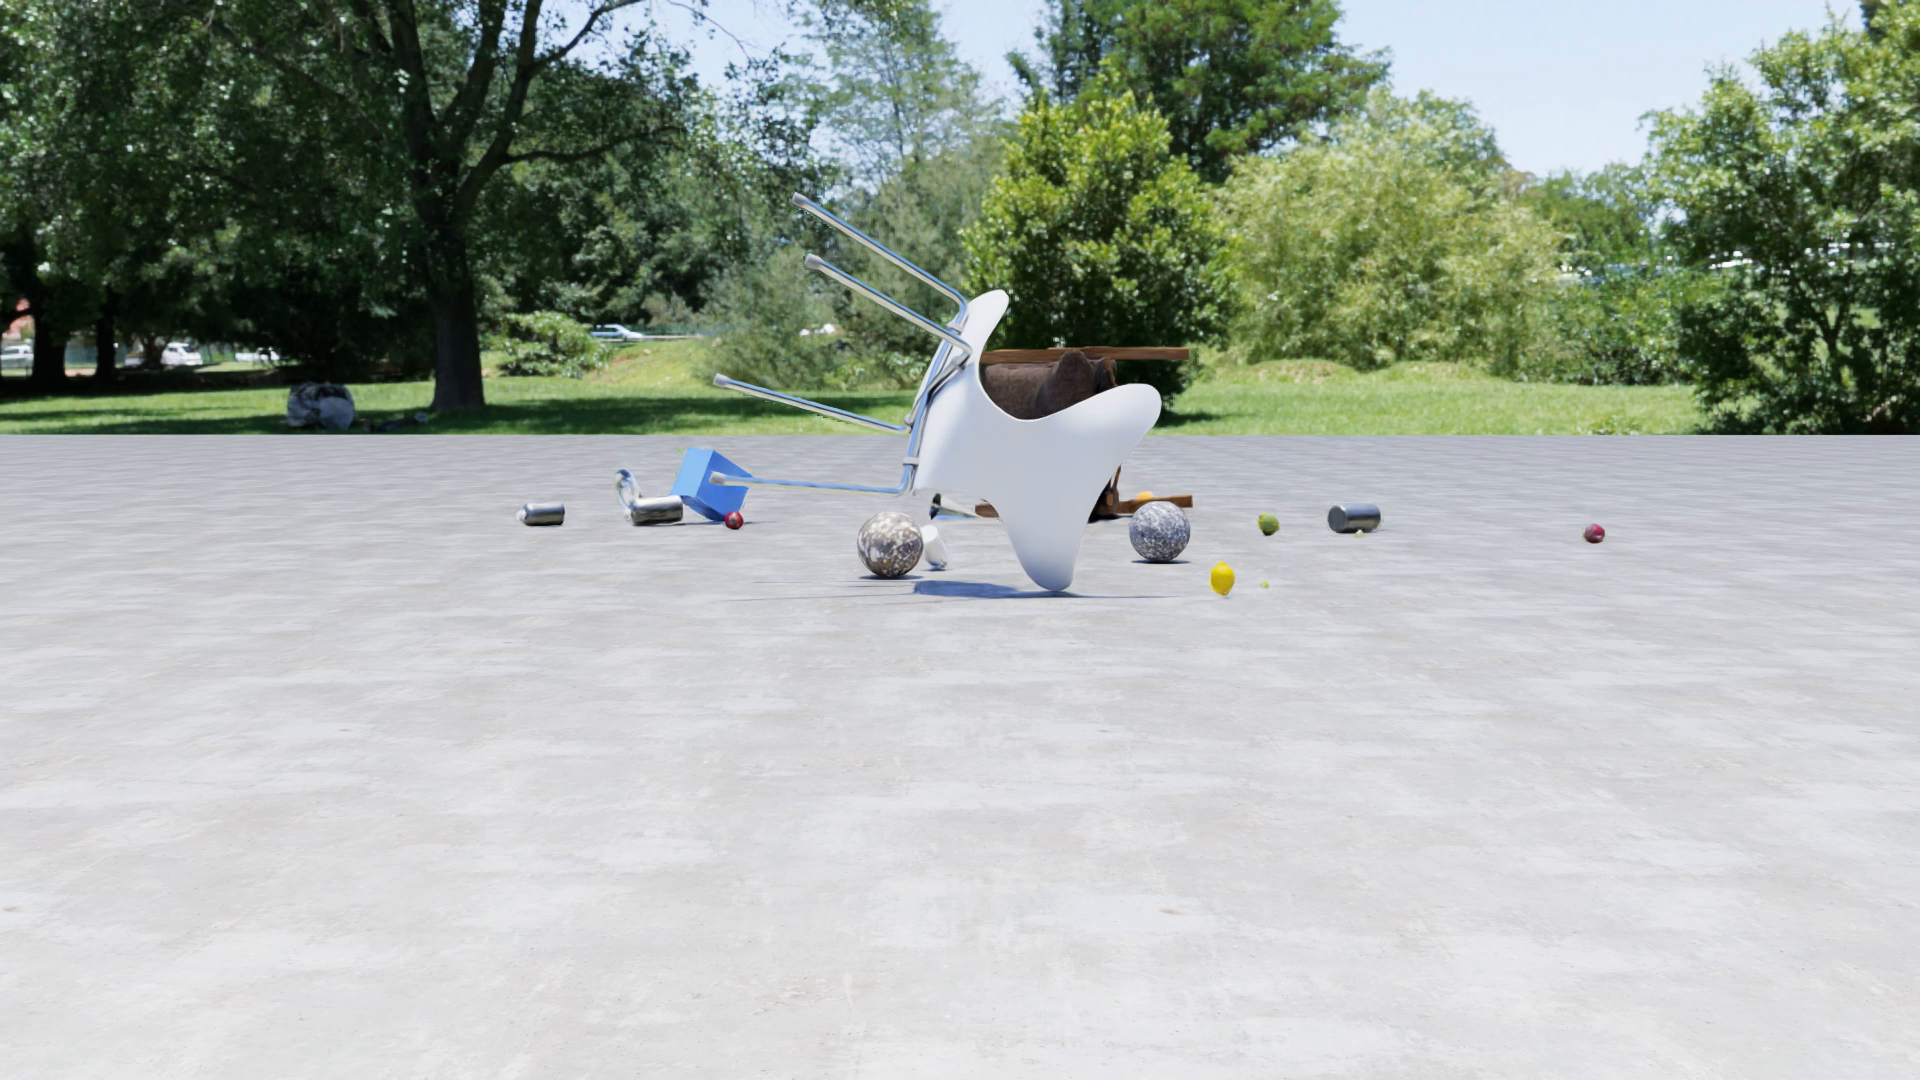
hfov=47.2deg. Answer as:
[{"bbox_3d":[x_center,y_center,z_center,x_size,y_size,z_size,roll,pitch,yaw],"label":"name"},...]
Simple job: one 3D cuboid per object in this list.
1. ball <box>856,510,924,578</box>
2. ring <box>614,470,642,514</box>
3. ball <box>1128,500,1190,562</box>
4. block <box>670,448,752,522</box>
[{"bbox_3d":[-0.166,0.010,5.239,0.160,0.160,0.160,0,4,0],"label":"ball"},{"bbox_3d":[-1.184,-0.172,7.862,0.037,0.178,0.137,-17,-18,-36],"label":"ring"},{"bbox_3d":[0.519,-0.023,5.710,0.160,0.160,0.160,0,4,0],"label":"ball"},{"bbox_3d":[-0.829,-0.182,7.339,0.123,0.173,0.205,6,-20,40],"label":"block"}]
